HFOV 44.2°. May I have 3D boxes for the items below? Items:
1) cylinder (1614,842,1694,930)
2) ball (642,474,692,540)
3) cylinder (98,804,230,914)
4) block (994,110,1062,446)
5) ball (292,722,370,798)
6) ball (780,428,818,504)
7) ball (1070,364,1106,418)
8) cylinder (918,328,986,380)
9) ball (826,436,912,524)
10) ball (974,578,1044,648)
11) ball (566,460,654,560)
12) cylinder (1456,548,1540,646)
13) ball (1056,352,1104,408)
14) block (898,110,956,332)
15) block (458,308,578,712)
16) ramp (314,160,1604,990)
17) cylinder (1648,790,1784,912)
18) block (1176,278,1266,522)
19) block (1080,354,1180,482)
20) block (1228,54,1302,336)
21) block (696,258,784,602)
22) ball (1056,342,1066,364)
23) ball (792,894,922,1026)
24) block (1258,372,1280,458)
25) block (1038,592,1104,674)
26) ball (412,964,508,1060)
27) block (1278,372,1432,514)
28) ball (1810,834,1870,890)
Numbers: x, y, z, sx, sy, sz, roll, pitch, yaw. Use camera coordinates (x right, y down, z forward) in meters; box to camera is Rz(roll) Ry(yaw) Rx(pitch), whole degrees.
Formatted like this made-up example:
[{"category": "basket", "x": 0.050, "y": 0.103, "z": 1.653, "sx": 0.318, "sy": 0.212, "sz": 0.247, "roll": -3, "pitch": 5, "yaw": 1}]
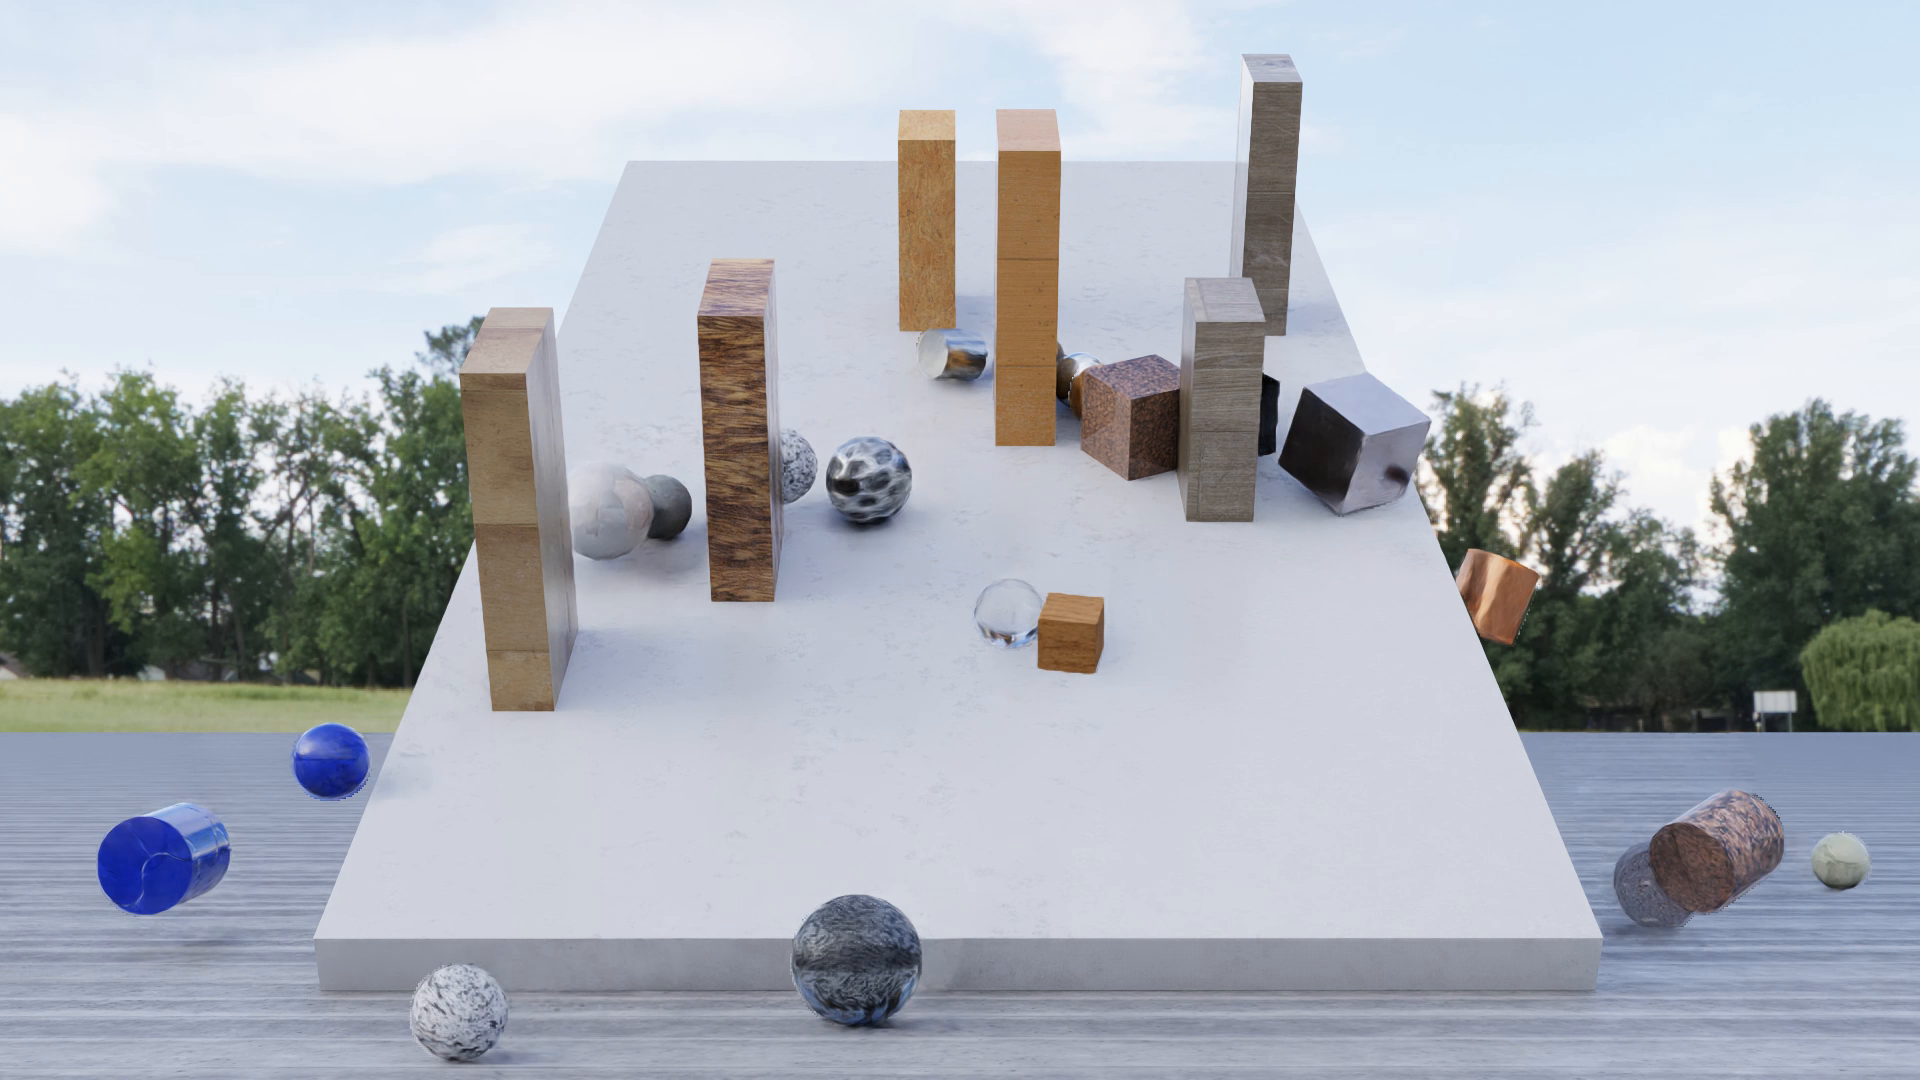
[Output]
[{"category": "cylinder", "x": 1.444, "y": 0.715, "z": 4.903, "sx": 0.163, "sy": 0.163, "sz": 0.163, "roll": -1, "pitch": -2, "yaw": 13}, {"category": "ball", "x": -0.621, "y": -0.068, "z": 4.887, "sx": 0.135, "sy": 0.135, "sz": 0.135, "roll": 0, "pitch": -5, "yaw": 0}, {"category": "cylinder", "x": -1.475, "y": 0.590, "z": 4.384, "sx": 0.180, "sy": 0.180, "sz": 0.180, "roll": 0, "pitch": 1, "yaw": 5}, {"category": "block", "x": 0.147, "y": -0.590, "z": 5.321, "sx": 0.134, "sy": 0.688, "sz": 0.315, "roll": 0, "pitch": 26, "yaw": 0}, {"category": "ball", "x": -1.077, "y": 0.378, "z": 4.047, "sx": 0.130, "sy": 0.130, "sz": 0.130, "roll": 0, "pitch": -5, "yaw": 0}, {"category": "ball", "x": -0.379, "y": -0.155, "z": 4.963, "sx": 0.160, "sy": 0.160, "sz": 0.160, "roll": 0, "pitch": -5, "yaw": 0}, {"category": "ball", "x": 0.324, "y": -0.330, "z": 5.376, "sx": 0.143, "sy": 0.143, "sz": 0.143, "roll": 0, "pitch": -5, "yaw": 0}, {"category": "cylinder", "x": -0.019, "y": -0.443, "z": 5.633, "sx": 0.118, "sy": 0.118, "sz": 0.118, "roll": -2, "pitch": -3, "yaw": -37}, {"category": "ball", "x": -0.191, "y": -0.127, "z": 4.953, "sx": 0.183, "sy": 0.183, "sz": 0.183, "roll": 0, "pitch": -5, "yaw": 0}, {"category": "ball", "x": 0.094, "y": 0.139, "z": 4.476, "sx": 0.134, "sy": 0.134, "sz": 0.134, "roll": 0, "pitch": -5, "yaw": 0}, {"category": "ball", "x": -0.716, "y": -0.059, "z": 4.739, "sx": 0.201, "sy": 0.201, "sz": 0.201, "roll": 0, "pitch": -5, "yaw": 0}, {"category": "cylinder", "x": 1.172, "y": 0.125, "z": 5.224, "sx": 0.165, "sy": 0.165, "sz": 0.165, "roll": 23, "pitch": -2, "yaw": 1}, {"category": "ball", "x": 0.281, "y": -0.371, "z": 5.502, "sx": 0.135, "sy": 0.135, "sz": 0.135, "roll": 0, "pitch": -5, "yaw": 0}, {"category": "block", "x": -0.082, "y": -0.808, "z": 5.970, "sx": 0.141, "sy": 0.498, "sz": 0.261, "roll": 0, "pitch": 26, "yaw": 0}, {"category": "block", "x": -0.790, "y": -0.055, "z": 4.269, "sx": 0.112, "sy": 0.660, "sz": 0.312, "roll": 0, "pitch": 26, "yaw": 0}, {"category": "ramp", "x": -0.010, "y": -0.228, "z": 5.476, "sx": 2.000, "sy": 0.100, "sz": 4.000, "roll": 0, "pitch": 26, "yaw": 0}, {"category": "cylinder", "x": 1.413, "y": 0.579, "z": 4.412, "sx": 0.176, "sy": 0.176, "sz": 0.176, "roll": -21, "pitch": 9, "yaw": -38}, {"category": "block", "x": 0.548, "y": -0.298, "z": 5.000, "sx": 0.141, "sy": 0.451, "sz": 0.259, "roll": 0, "pitch": 26, "yaw": 0}, {"category": "block", "x": 0.404, "y": -0.273, "z": 5.239, "sx": 0.194, "sy": 0.194, "sz": 0.194, "roll": -14, "pitch": 30, "yaw": -26}, {"category": "block", "x": 0.760, "y": -0.862, "z": 5.913, "sx": 0.119, "sy": 0.650, "sz": 0.259, "roll": 0, "pitch": 26, "yaw": 0}, {"category": "block", "x": -0.428, "y": -0.218, "z": 4.666, "sx": 0.124, "sy": 0.601, "sz": 0.317, "roll": 0, "pitch": 26, "yaw": 0}, {"category": "ball", "x": 0.191, "y": -0.433, "z": 5.642, "sx": 0.120, "sy": 0.120, "sz": 0.120, "roll": 0, "pitch": -5, "yaw": 0}, {"category": "ball", "x": -0.143, "y": 0.582, "z": 3.277, "sx": 0.181, "sy": 0.181, "sz": 0.181, "roll": 0, "pitch": -5, "yaw": 0}, {"category": "block", "x": 0.589, "y": -0.286, "z": 5.289, "sx": 0.172, "sy": 0.172, "sz": 0.172, "roll": -15, "pitch": 30, "yaw": -28}, {"category": "block", "x": 0.209, "y": 0.175, "z": 4.433, "sx": 0.107, "sy": 0.107, "sz": 0.107, "roll": 5, "pitch": 27, "yaw": 11}, {"category": "ball", "x": -0.622, "y": 0.587, "z": 2.936, "sx": 0.118, "sy": 0.118, "sz": 0.118, "roll": 0, "pitch": -5, "yaw": 0}, {"category": "block", "x": 0.841, "y": -0.209, "z": 5.042, "sx": 0.199, "sy": 0.199, "sz": 0.199, "roll": -14, "pitch": 42, "yaw": -36}, {"category": "ball", "x": 2.232, "y": 0.815, "z": 5.990, "sx": 0.142, "sy": 0.142, "sz": 0.142, "roll": 0, "pitch": -5, "yaw": 0}]
